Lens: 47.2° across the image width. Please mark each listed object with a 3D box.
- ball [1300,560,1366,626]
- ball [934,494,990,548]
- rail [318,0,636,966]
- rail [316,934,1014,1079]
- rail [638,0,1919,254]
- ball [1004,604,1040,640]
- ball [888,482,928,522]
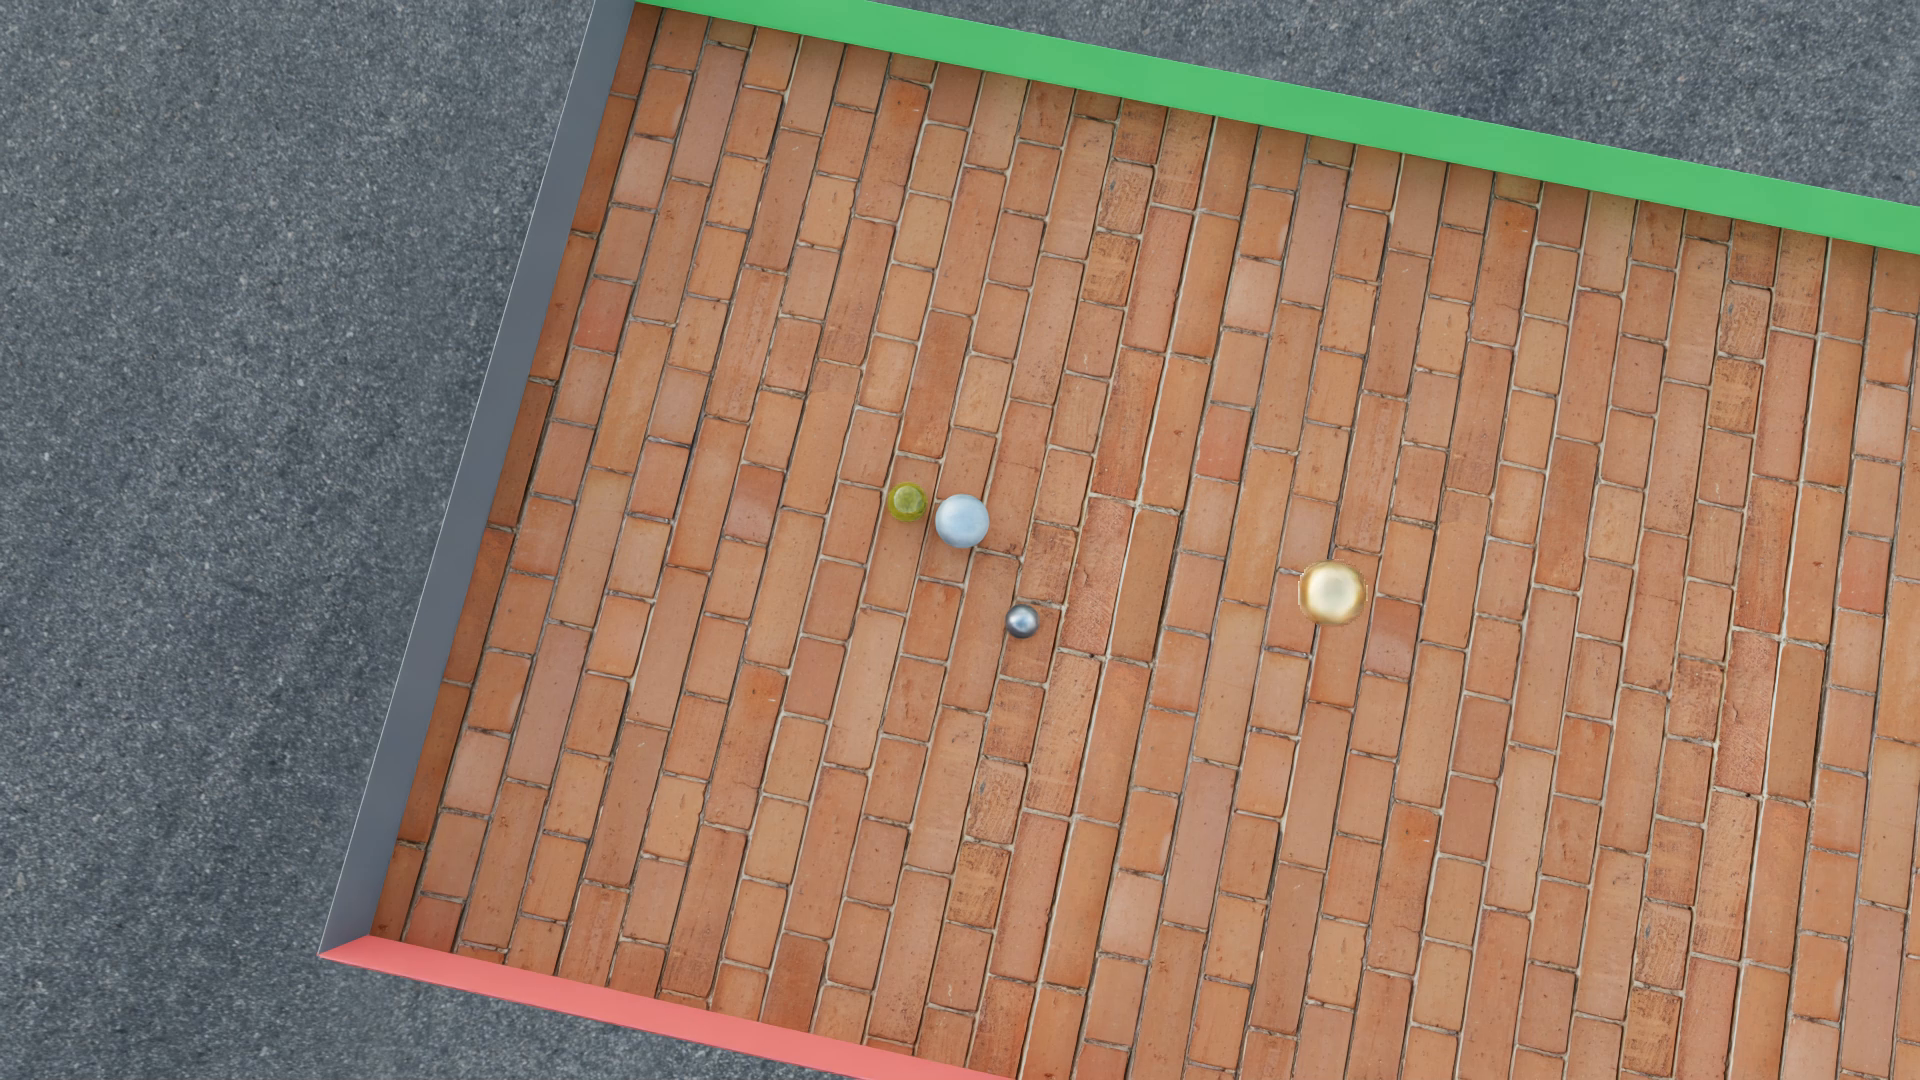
[{"bbox_3d":[0.562,0.081,3.317,0.099,0.099,0.099,0,75,0],"label":"ball"},{"bbox_3d":[0.003,-0.029,3.355,0.083,0.083,0.083,0,75,0],"label":"ball"},{"bbox_3d":[-0.711,-0.157,3.366,0.045,0.128,1.624,12,75,3],"label":"rail"},{"bbox_3d":[0.566,0.888,3.078,3.004,0.128,0.045,12,75,3],"label":"rail"},{"bbox_3d":[0.901,-0.597,3.487,3.004,0.128,0.045,12,75,3],"label":"rail"},{"bbox_3d":[0.094,0.123,3.328,0.054,0.054,0.054,0,75,0],"label":"ball"},{"bbox_3d":[-0.080,-0.058,3.374,0.063,0.063,0.063,0,75,0],"label":"ball"}]
